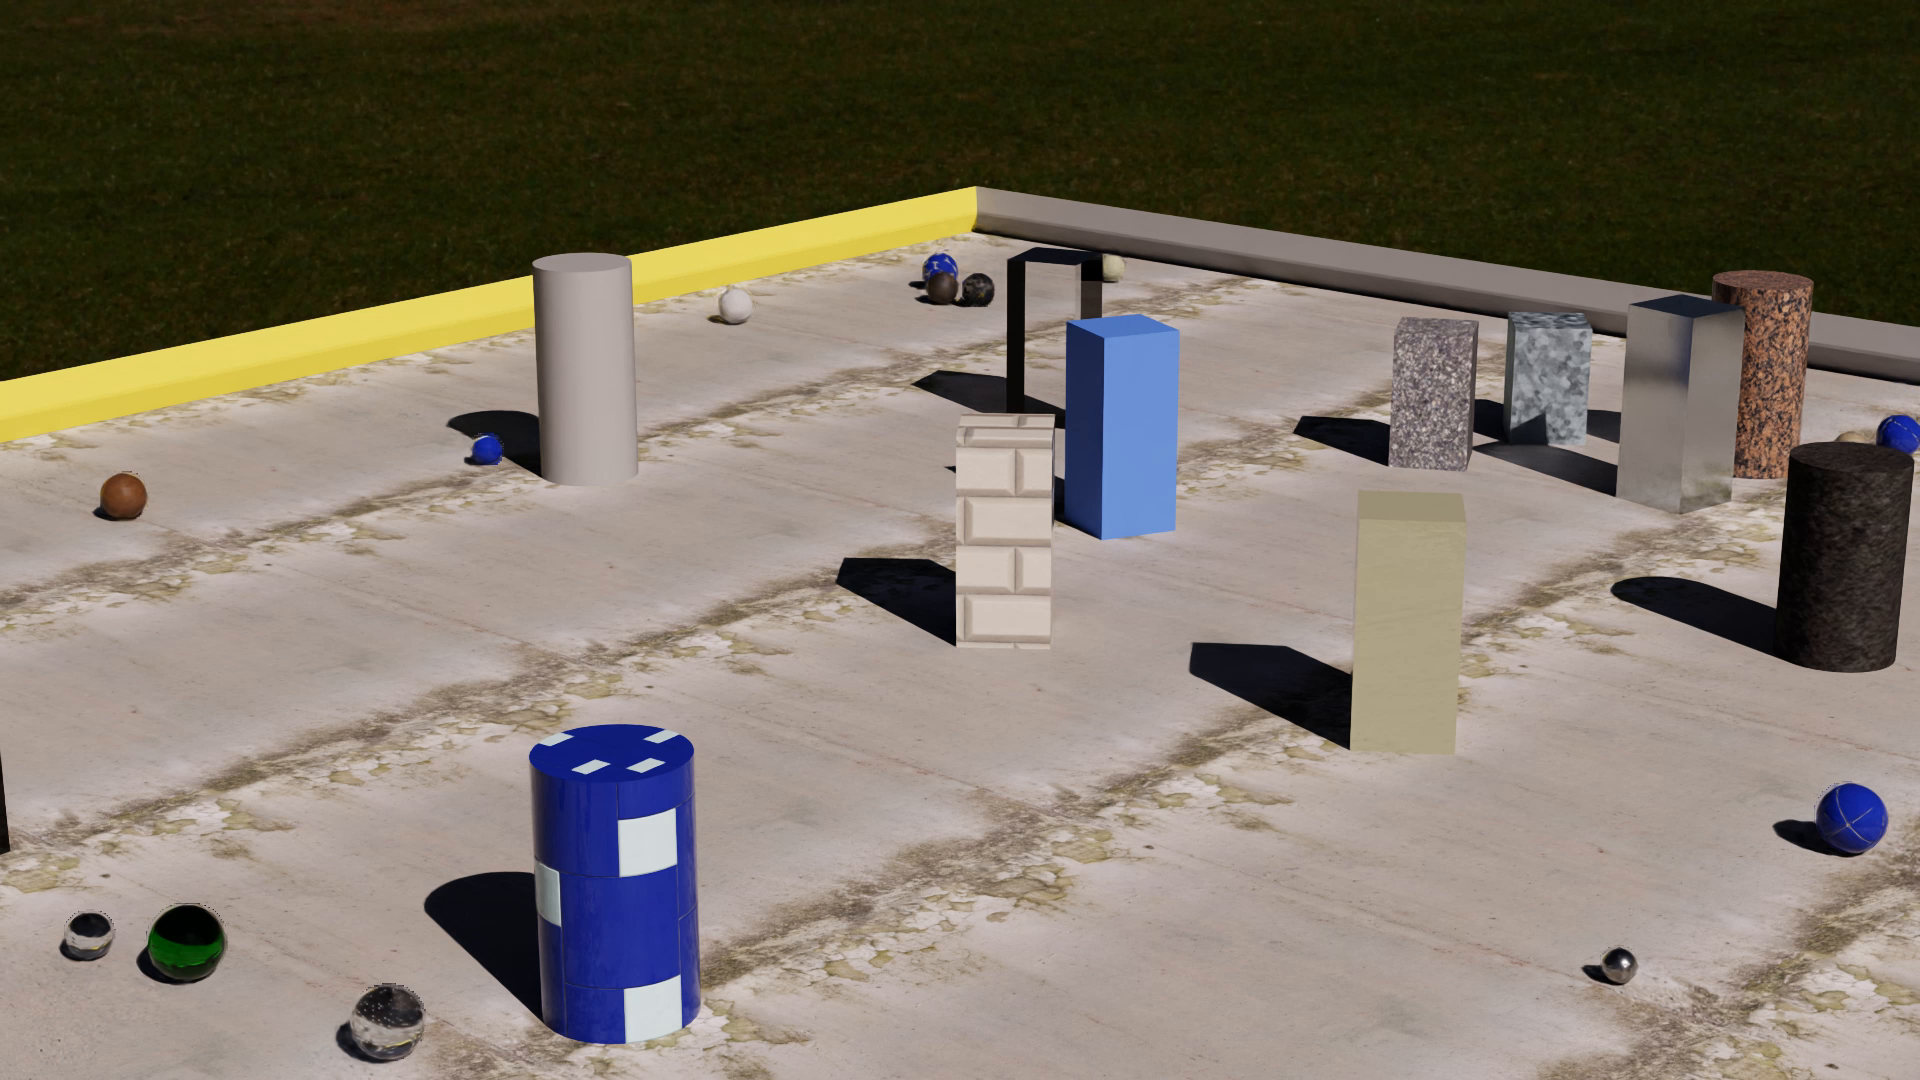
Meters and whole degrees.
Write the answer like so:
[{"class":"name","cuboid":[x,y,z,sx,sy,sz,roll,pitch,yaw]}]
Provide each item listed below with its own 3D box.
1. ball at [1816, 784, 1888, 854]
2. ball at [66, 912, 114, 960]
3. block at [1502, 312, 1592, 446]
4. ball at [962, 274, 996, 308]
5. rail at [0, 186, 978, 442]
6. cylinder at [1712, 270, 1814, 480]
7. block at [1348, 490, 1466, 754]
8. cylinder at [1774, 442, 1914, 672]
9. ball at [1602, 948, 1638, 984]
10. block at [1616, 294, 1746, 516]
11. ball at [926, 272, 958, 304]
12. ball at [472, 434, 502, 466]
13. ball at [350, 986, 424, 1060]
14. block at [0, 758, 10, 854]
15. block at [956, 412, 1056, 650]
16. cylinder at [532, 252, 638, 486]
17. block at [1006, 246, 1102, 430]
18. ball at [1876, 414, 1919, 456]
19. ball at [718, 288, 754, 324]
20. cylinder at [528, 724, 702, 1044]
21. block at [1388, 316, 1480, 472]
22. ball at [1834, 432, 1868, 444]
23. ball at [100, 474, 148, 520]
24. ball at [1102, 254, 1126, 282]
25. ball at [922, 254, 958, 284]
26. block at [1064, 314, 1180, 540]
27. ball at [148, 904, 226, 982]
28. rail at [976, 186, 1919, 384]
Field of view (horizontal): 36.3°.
[{"class":"ball","cuboid":[1.222,0.382,4.017,0.096,0.096,0.096,0,17,0]},{"class":"ball","cuboid":[-1.097,0.498,3.694,0.059,0.059,0.059,0,17,0]},{"class":"block","cuboid":[1.229,-0.339,6.144,0.156,0.247,0.156,1,17,4]},{"class":"ball","cuboid":[0.046,-0.630,7.387,0.085,0.085,0.085,0,17,0]},{"class":"rail","cuboid":[-1.633,-0.378,6.477,0.045,0.126,5.170,14,22,39]},{"class":"cylinder","cuboid":[1.597,-0.333,5.884,0.194,0.385,0.194,0,17,0]},{"class":"block","cuboid":[0.671,0.123,4.412,0.156,0.362,0.156,2,17,6]},{"class":"cylinder","cuboid":[1.439,0.026,4.780,0.194,0.335,0.194,0,17,0]},{"class":"ball","cuboid":[0.816,0.527,3.626,0.044,0.044,0.044,0,17,0]},{"class":"block","cuboid":[1.388,-0.263,5.652,0.156,0.385,0.156,-12,21,-36]},{"class":"ball","cuboid":[-0.045,-0.638,7.422,0.081,0.081,0.081,0,17,0]},{"class":"ball","cuboid":[-0.959,-0.182,5.942,0.062,0.062,0.062,0,17,0]},{"class":"ball","cuboid":[-0.669,0.565,3.428,0.086,0.086,0.086,0,17,0]},{"class":"block","cuboid":[-1.414,0.313,3.978,0.156,0.249,0.156,12,21,35]},{"class":"block","cuboid":[0.076,-0.016,4.876,0.156,0.361,0.156,1,17,3]},{"class":"cylinder","cuboid":[-0.743,-0.340,5.829,0.194,0.431,0.194,0,17,0]},{"class":"block","cuboid":[0.202,-0.432,6.266,0.156,0.354,0.156,7,18,23]},{"class":"ball","cuboid":[1.918,-0.211,5.989,0.091,0.091,0.091,0,17,0]},{"class":"ball","cuboid":[-0.551,-0.575,7.201,0.088,0.088,0.088,0,17,0]},{"class":"cylinder","cuboid":[-0.412,0.410,3.514,0.194,0.332,0.194,0,17,0]},{"class":"block","cuboid":[0.962,-0.297,5.952,0.156,0.277,0.156,4,17,13]},{"class":"ball","cuboid":[1.800,-0.183,5.929,0.072,0.072,0.072,0,17,0]},{"class":"ball","cuboid":[-1.589,-0.083,5.571,0.088,0.088,0.088,0,17,0]},{"class":"ball","cuboid":[0.398,-0.711,7.677,0.074,0.074,0.074,0,17,0]},{"class":"ball","cuboid":[-0.052,-0.695,7.588,0.095,0.095,0.095,0,17,0]},{"class":"block","cuboid":[0.301,-0.213,5.488,0.156,0.384,0.156,-7,18,-23]},{"class":"ball","cuboid":[-0.957,0.499,3.631,0.094,0.094,0.094,0,17,0]},{"class":"rail","cuboid":[1.679,-0.527,6.972,4.371,0.126,0.045,14,22,39]}]
